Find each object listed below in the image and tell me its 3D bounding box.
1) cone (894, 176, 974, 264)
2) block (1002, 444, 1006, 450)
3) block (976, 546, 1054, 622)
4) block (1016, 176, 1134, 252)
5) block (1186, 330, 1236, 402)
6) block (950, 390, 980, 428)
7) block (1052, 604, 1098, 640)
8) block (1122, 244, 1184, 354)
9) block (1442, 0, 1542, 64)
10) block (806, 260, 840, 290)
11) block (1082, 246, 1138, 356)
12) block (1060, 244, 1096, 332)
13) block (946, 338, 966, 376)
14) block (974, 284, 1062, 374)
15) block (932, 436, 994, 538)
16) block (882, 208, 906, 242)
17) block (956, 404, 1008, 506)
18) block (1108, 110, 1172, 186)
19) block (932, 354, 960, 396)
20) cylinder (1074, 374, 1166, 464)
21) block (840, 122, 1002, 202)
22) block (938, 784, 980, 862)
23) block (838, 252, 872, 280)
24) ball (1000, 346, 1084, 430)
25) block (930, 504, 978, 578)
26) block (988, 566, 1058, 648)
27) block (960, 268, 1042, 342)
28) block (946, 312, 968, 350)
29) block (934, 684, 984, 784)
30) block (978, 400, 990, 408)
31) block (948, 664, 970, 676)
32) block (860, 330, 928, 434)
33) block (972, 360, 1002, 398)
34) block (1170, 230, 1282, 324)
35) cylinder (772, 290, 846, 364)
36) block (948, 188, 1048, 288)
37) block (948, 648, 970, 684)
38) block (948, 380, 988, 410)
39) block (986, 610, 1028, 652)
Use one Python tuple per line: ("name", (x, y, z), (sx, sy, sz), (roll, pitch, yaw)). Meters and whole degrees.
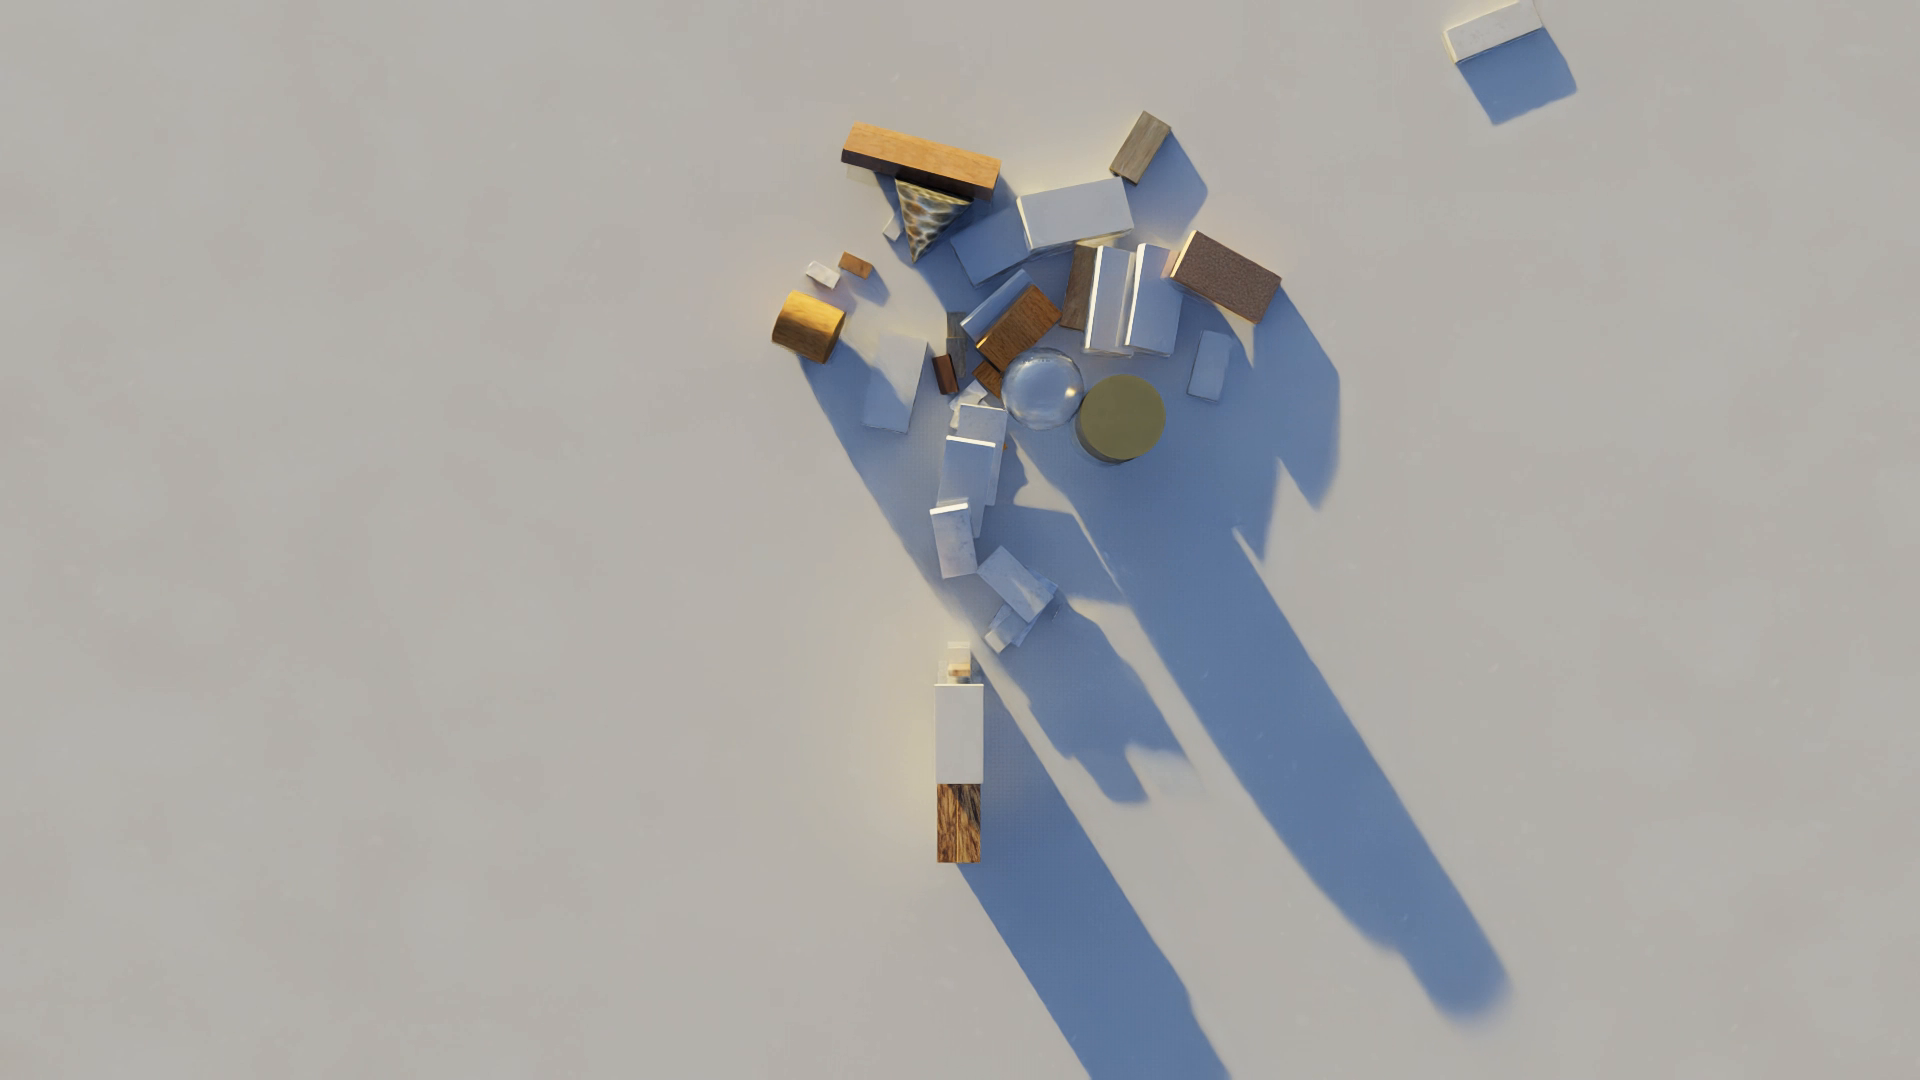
("cone", (-0.120, -1.032, 5.440), (0.269, 0.269, 0.269), (17, 117, 0))
("block", (0.087, -0.303, 5.491), (0.127, 0.018, 0.063), (-29, 90, 0))
("block", (0.181, 0.146, 5.446), (0.243, 0.034, 0.122), (44, 90, -1))
("block", (0.380, -1.073, 5.435), (0.356, 0.050, 0.178), (-14, 87, -12))
("block", (0.835, -0.579, 5.484), (0.110, 0.031, 0.220), (14, 90, 0))
("block", (0.017, -0.429, 5.473), (0.063, 0.018, 0.127), (19, 90, 0))
("block", (0.383, 0.274, 5.490), (0.136, 0.019, 0.068), (30, 90, 0))
("block", (0.647, -0.794, 5.446), (0.168, 0.048, 0.336), (9, 90, -22))
("block", (1.771, -1.696, 5.484), (0.303, 0.031, 0.110), (-22, 90, 0))
("block", (-0.455, -0.883, 5.493), (0.105, 0.015, 0.053), (29, 90, 0))
("block", (0.512, -0.787, 5.443), (0.168, 0.048, 0.336), (7, 91, -23))
("block", (0.425, -0.832, 5.481), (0.137, 0.039, 0.274), (12, 90, 0))
("block", (-0.013, -0.607, 5.477), (0.065, 0.018, 0.130), (-1, 102, 0))
("block", (0.194, -0.695, 5.446), (0.277, 0.039, 0.137), (-46, 117, 2))
("block", (0.011, -0.173, 5.418), (0.158, 0.045, 0.316), (9, 108, 0))
("block", (-0.208, -1.052, 5.493), (0.053, 0.015, 0.105), (34, 90, 0))
("block", (0.059, -0.283, 5.453), (0.158, 0.045, 0.316), (8, 99, 0))
("block", (0.599, -1.303, 5.484), (0.110, 0.031, 0.220), (31, 90, 0))
("block", (-0.048, -0.550, 5.472), (0.063, 0.018, 0.125), (-11, 97, 24))
("cylinder", (0.518, -0.391, 5.365), (0.271, 0.271, 0.271), (0, 90, 0))
("block", (-0.125, -1.246, 5.420), (0.503, 0.050, 0.178), (15, 46, 0))
("block", (-0.004, 0.879, 5.207), (0.137, 0.039, 0.274), (0, 90, 0))
("block", (-0.349, -0.914, 5.493), (0.105, 0.015, 0.053), (26, 90, 0))
("ball", (0.267, -0.493, 5.365), (0.271, 0.271, 0.271), (0, 90, 0))
("block", (-0.018, 0.004, 5.428), (0.122, 0.034, 0.243), (-10, 117, 1))
("block", (0.210, 0.221, 5.483), (0.122, 0.034, 0.243), (33, 90, 0))
("block", (0.146, -0.753, 5.453), (0.274, 0.039, 0.137), (-41, 115, 0))
("block", (-0.010, -0.695, 5.491), (0.065, 0.018, 0.130), (-1, 90, 0))
("block", (-0.003, 0.588, 5.010), (0.148, 0.042, 0.297), (0, 90, 0))
("block", (0.057, -0.398, 5.491), (0.063, 0.018, 0.127), (42, 90, 0))
("block", (-0.002, 0.411, 5.207), (0.068, 0.242, 0.019), (-1, 89, 0))
("block", (-0.218, -0.524, 5.478), (0.158, 0.045, 0.316), (13, 90, 0))
("block", (0.106, -0.536, 5.491), (0.125, 0.018, 0.063), (43, 90, 0))
("block", (0.878, -0.866, 5.443), (0.336, 0.048, 0.168), (26, 90, -12))
("cylinder", (-0.495, -0.700, 5.408), (0.184, 0.184, 0.184), (24, 90, 0))
("block", (0.161, -1.002, 5.475), (0.355, 0.050, 0.178), (-28, 90, 0))
("block", (-0.003, 0.424, 5.339), (0.075, 0.021, 0.150), (0, 90, 0))
("block", (0.026, -0.469, 5.491), (0.125, 0.018, 0.063), (-42, 90, 0))
("block", (0.155, 0.303, 5.456), (0.136, 0.019, 0.068), (-43, 90, 0))
